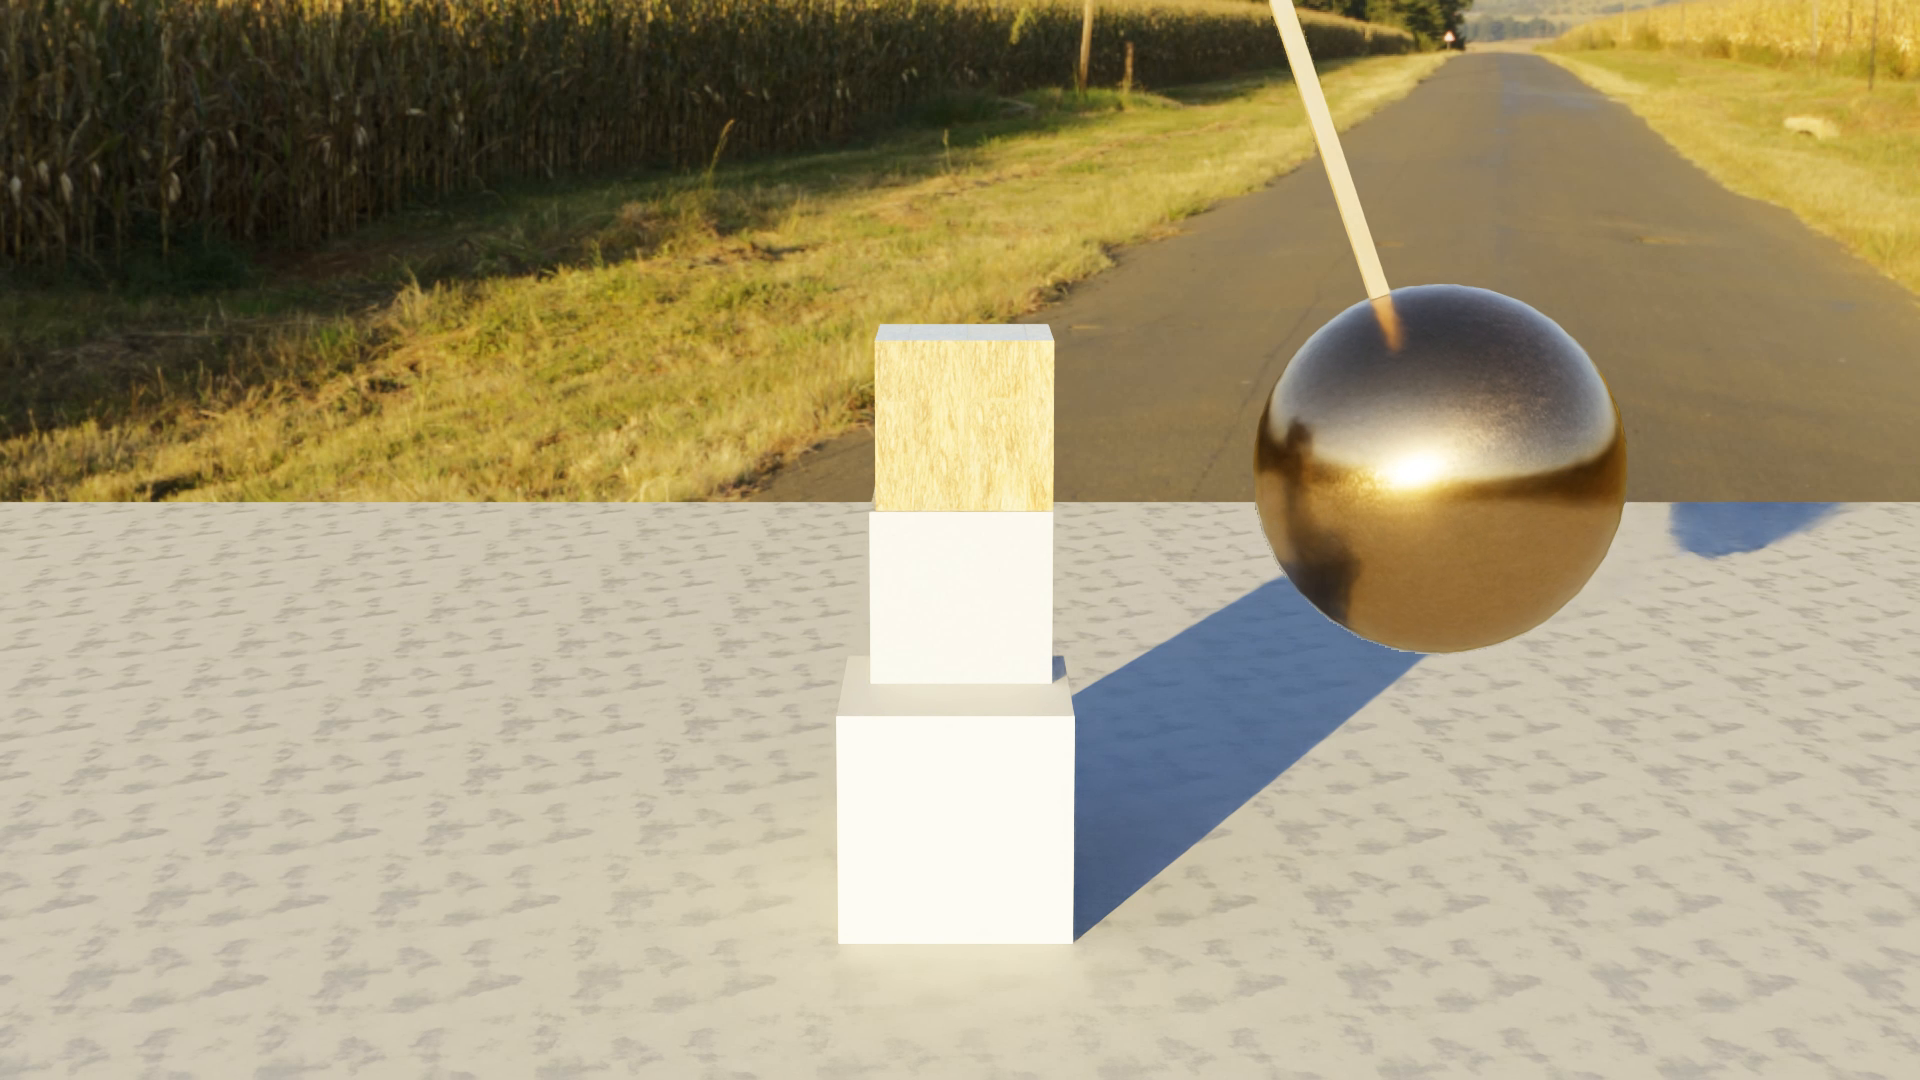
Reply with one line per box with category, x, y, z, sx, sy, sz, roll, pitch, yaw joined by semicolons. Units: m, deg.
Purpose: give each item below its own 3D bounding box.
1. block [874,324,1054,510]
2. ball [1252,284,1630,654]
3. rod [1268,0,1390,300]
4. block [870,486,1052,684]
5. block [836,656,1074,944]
block;0.018;-0.540;11.082;0.745;0.716;0.713;0;10;0
ball;2.074;-0.309;11.124;1.600;1.600;1.600;0;10;0
rod;0.899;-3.448;10.553;0.080;5.200;0.080;-20;10;4
block;0.005;0.174;11.212;0.768;0.736;0.806;0;10;0
block;-0.018;1.082;10.944;0.957;0.955;1.095;0;10;0
